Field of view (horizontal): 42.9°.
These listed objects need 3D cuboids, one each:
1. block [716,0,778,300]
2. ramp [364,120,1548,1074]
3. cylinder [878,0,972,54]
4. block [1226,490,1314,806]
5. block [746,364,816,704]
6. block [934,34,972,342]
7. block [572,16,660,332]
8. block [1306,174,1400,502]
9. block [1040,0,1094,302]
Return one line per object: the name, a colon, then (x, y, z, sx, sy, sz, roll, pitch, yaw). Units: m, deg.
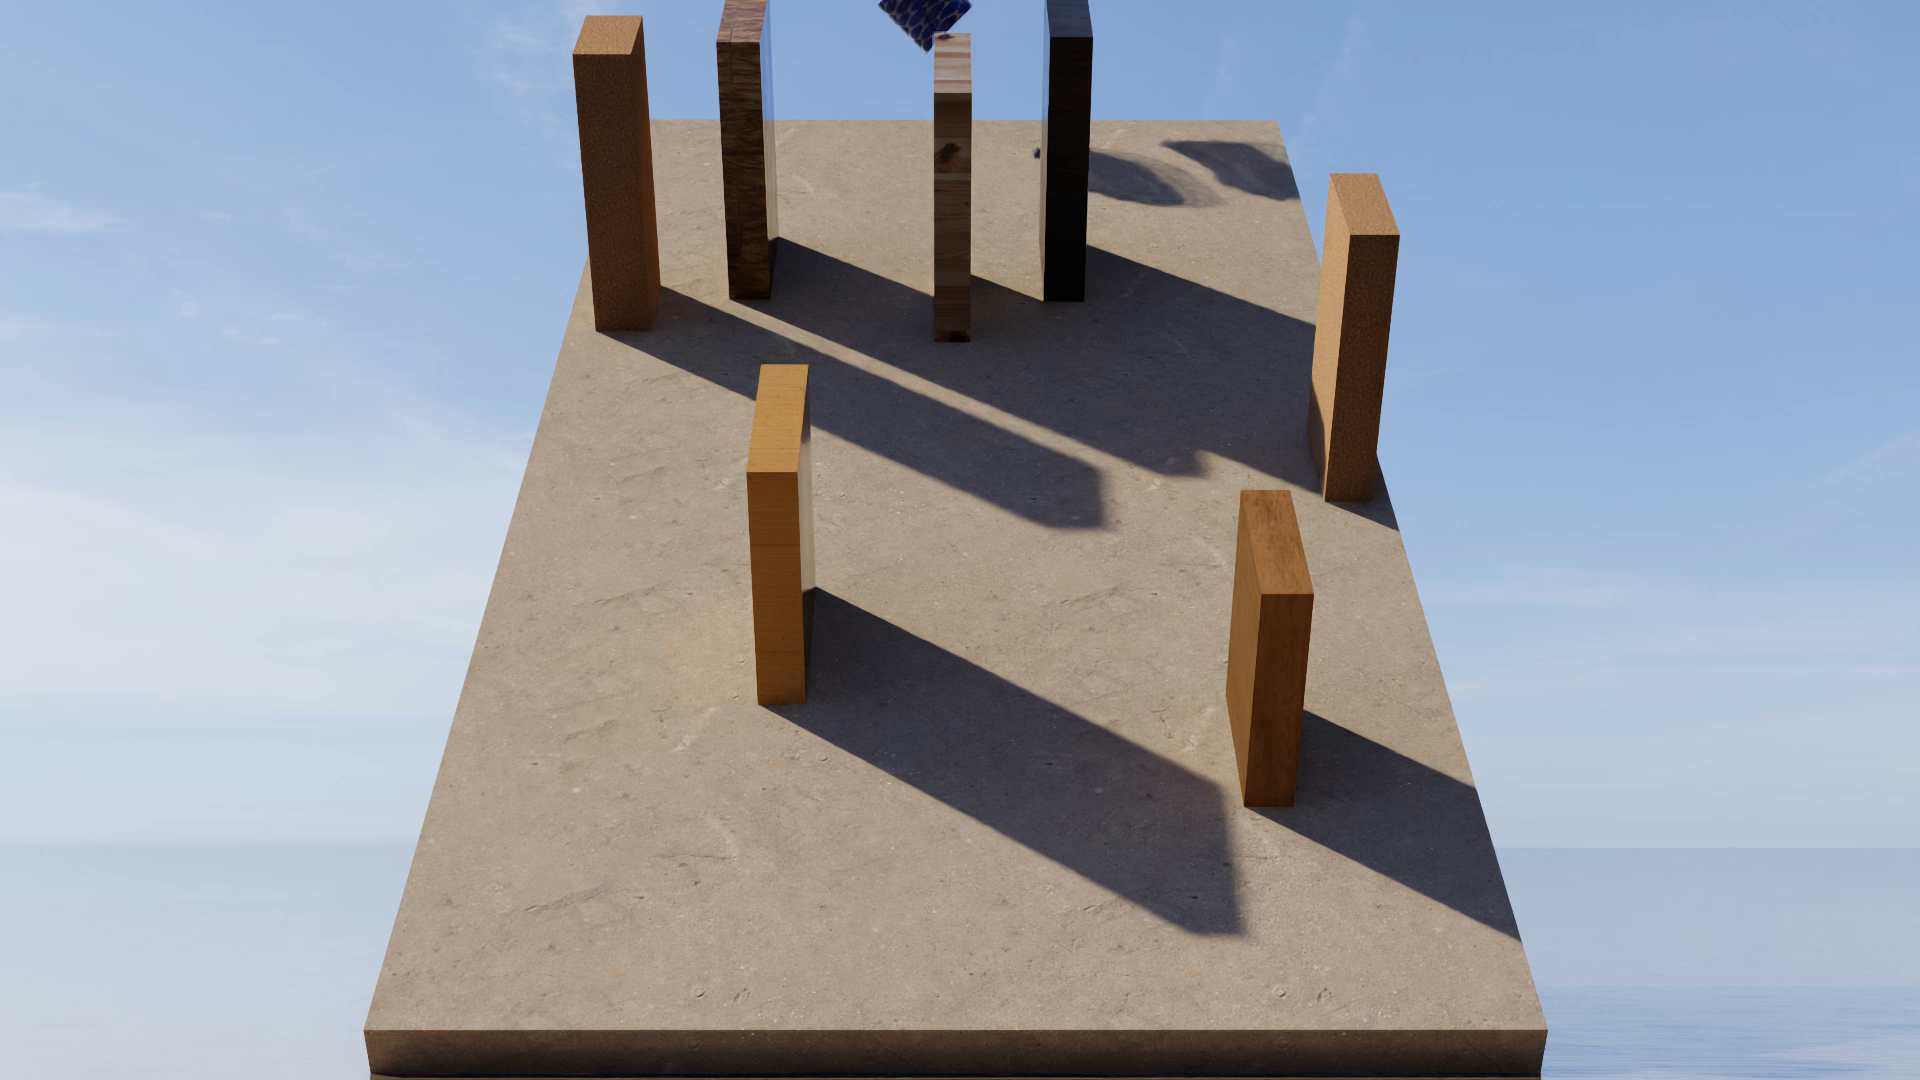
block: (-0.555, -1.042, 6.445, 0.108, 0.711, 0.392, 0, 32, 0)
ramp: (-0.015, -0.190, 5.850, 2.000, 0.100, 4.000, 0, 32, 0)
cylinder: (-0.103, -1.608, 7.364, 0.204, 0.204, 0.204, 44, -16, -6)
block: (0.587, 0.205, 4.671, 0.095, 0.483, 0.365, 0, 32, 0)
block: (-0.358, -0.014, 4.961, 0.097, 0.541, 0.435, 0, 32, 0)
block: (-0.019, -0.900, 6.255, 0.092, 0.677, 0.406, 0, 32, 0)
block: (-0.869, -0.928, 6.224, 0.141, 0.749, 0.271, 0, 32, 0)
block: (0.888, -0.458, 5.559, 0.107, 0.669, 0.327, 0, 32, 0)
block: (0.275, -1.039, 6.428, 0.108, 0.730, 0.375, 0, 32, 0)
